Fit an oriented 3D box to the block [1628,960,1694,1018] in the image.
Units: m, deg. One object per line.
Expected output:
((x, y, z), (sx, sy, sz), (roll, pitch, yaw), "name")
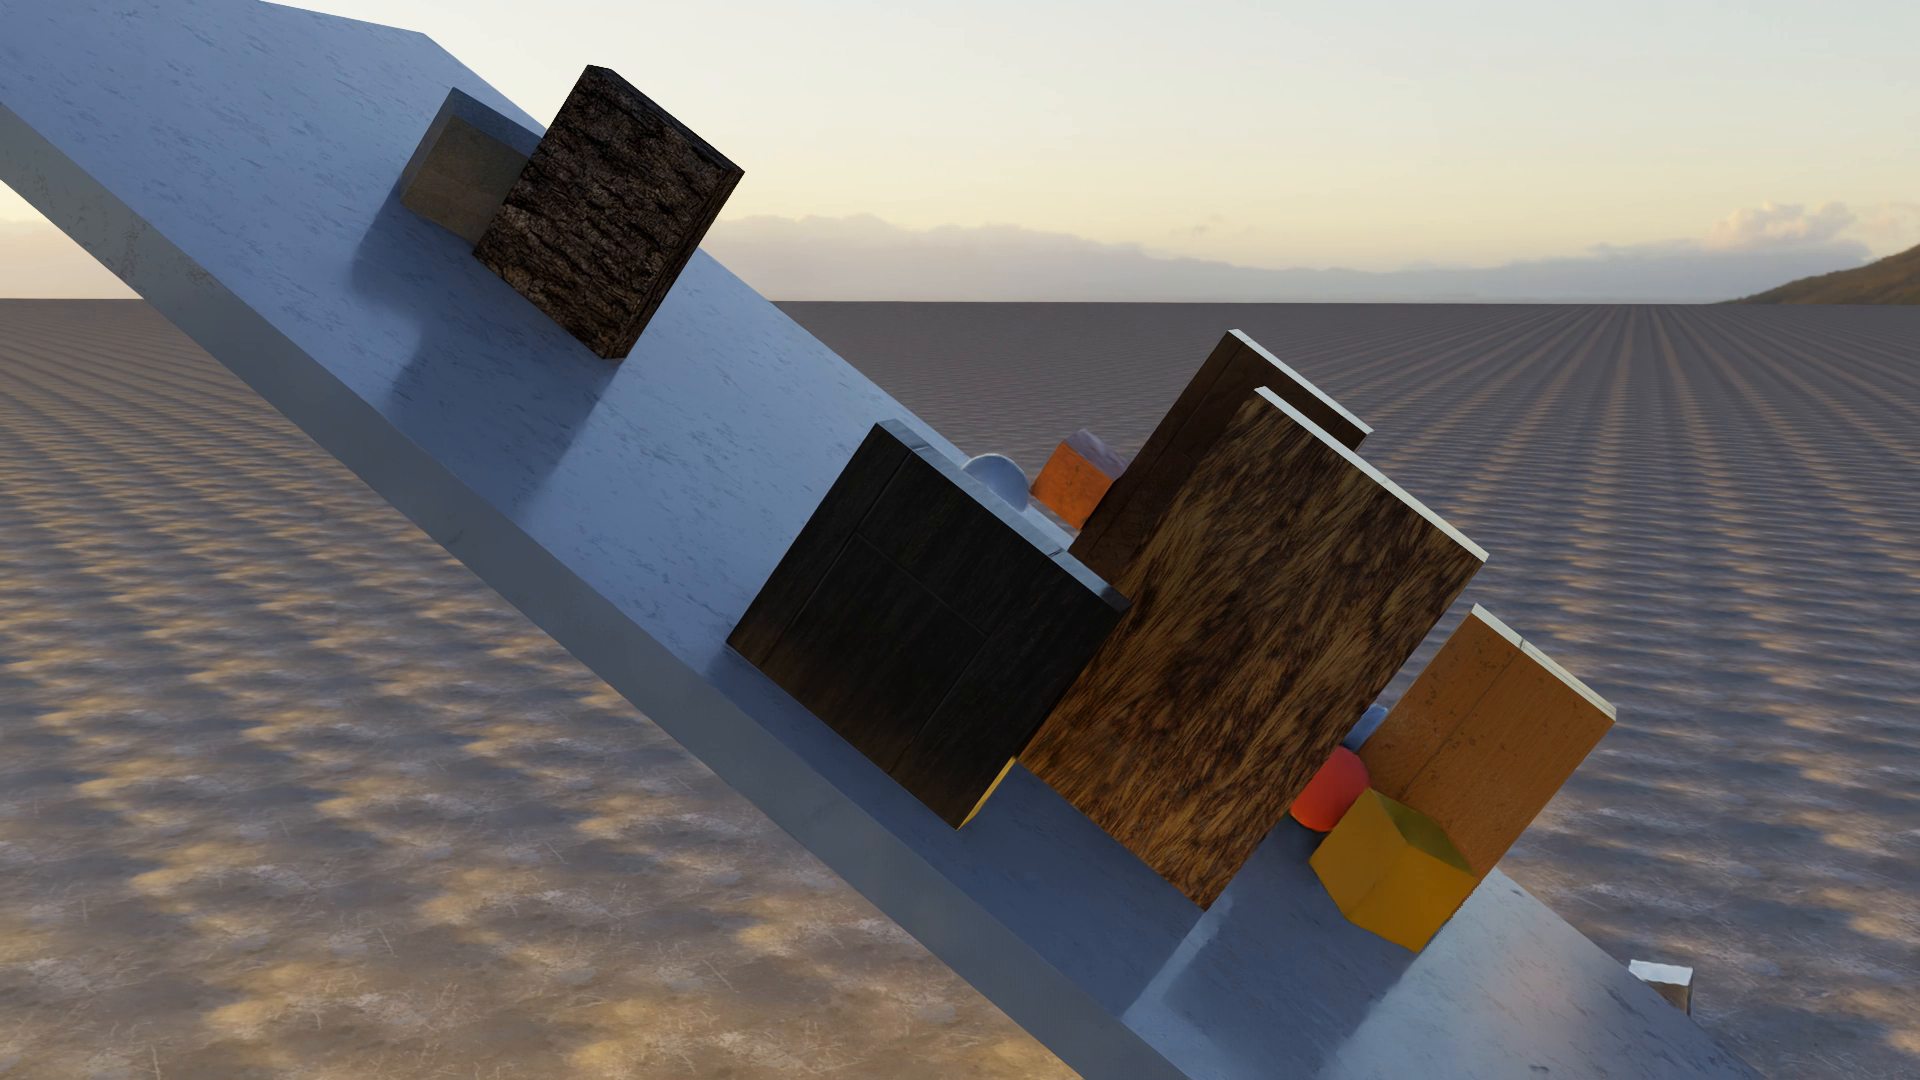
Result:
((1.708, 1.129, 5.383), (0.146, 0.146, 0.146), (4, 8, 23), "block")

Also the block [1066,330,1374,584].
((0.518, -0.076, 4.572), (0.350, 0.636, 0.116), (38, 16, 10), "block")

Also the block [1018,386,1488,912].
((0.441, 0.176, 3.521), (0.439, 0.718, 0.105), (38, 16, 10), "block")

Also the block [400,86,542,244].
((-0.931, -0.708, 4.212), (0.199, 0.199, 0.199), (29, 17, -24), "block")

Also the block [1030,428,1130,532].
((0.256, -0.128, 4.618), (0.137, 0.137, 0.137), (38, 26, 10), "block")

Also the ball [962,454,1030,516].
((0.065, -0.098, 4.575), (0.162, 0.162, 0.162), (0, 7, 0), "ball")

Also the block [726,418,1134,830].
((-0.050, 0.122, 3.228), (0.445, 0.410, 0.091), (38, 16, 10), "block")

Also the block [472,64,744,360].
((-0.653, -0.604, 4.070), (0.329, 0.423, 0.099), (38, 16, 10), "block")

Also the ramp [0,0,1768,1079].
((-0.074, 0.140, 4.074), (4.000, 0.100, 2.000), (38, 16, 10), "ramp")

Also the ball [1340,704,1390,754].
((0.836, 0.438, 4.540), (0.204, 0.204, 0.204), (0, 7, 0), "ball")

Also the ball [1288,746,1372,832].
((0.699, 0.472, 4.196), (0.169, 0.169, 0.169), (0, 7, 0), "ball")

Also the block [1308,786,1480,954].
((0.787, 0.600, 4.002), (0.181, 0.181, 0.181), (27, 17, -27), "block")

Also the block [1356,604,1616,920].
((0.982, 0.431, 4.296), (0.334, 0.507, 0.129), (38, 16, 10), "block")
